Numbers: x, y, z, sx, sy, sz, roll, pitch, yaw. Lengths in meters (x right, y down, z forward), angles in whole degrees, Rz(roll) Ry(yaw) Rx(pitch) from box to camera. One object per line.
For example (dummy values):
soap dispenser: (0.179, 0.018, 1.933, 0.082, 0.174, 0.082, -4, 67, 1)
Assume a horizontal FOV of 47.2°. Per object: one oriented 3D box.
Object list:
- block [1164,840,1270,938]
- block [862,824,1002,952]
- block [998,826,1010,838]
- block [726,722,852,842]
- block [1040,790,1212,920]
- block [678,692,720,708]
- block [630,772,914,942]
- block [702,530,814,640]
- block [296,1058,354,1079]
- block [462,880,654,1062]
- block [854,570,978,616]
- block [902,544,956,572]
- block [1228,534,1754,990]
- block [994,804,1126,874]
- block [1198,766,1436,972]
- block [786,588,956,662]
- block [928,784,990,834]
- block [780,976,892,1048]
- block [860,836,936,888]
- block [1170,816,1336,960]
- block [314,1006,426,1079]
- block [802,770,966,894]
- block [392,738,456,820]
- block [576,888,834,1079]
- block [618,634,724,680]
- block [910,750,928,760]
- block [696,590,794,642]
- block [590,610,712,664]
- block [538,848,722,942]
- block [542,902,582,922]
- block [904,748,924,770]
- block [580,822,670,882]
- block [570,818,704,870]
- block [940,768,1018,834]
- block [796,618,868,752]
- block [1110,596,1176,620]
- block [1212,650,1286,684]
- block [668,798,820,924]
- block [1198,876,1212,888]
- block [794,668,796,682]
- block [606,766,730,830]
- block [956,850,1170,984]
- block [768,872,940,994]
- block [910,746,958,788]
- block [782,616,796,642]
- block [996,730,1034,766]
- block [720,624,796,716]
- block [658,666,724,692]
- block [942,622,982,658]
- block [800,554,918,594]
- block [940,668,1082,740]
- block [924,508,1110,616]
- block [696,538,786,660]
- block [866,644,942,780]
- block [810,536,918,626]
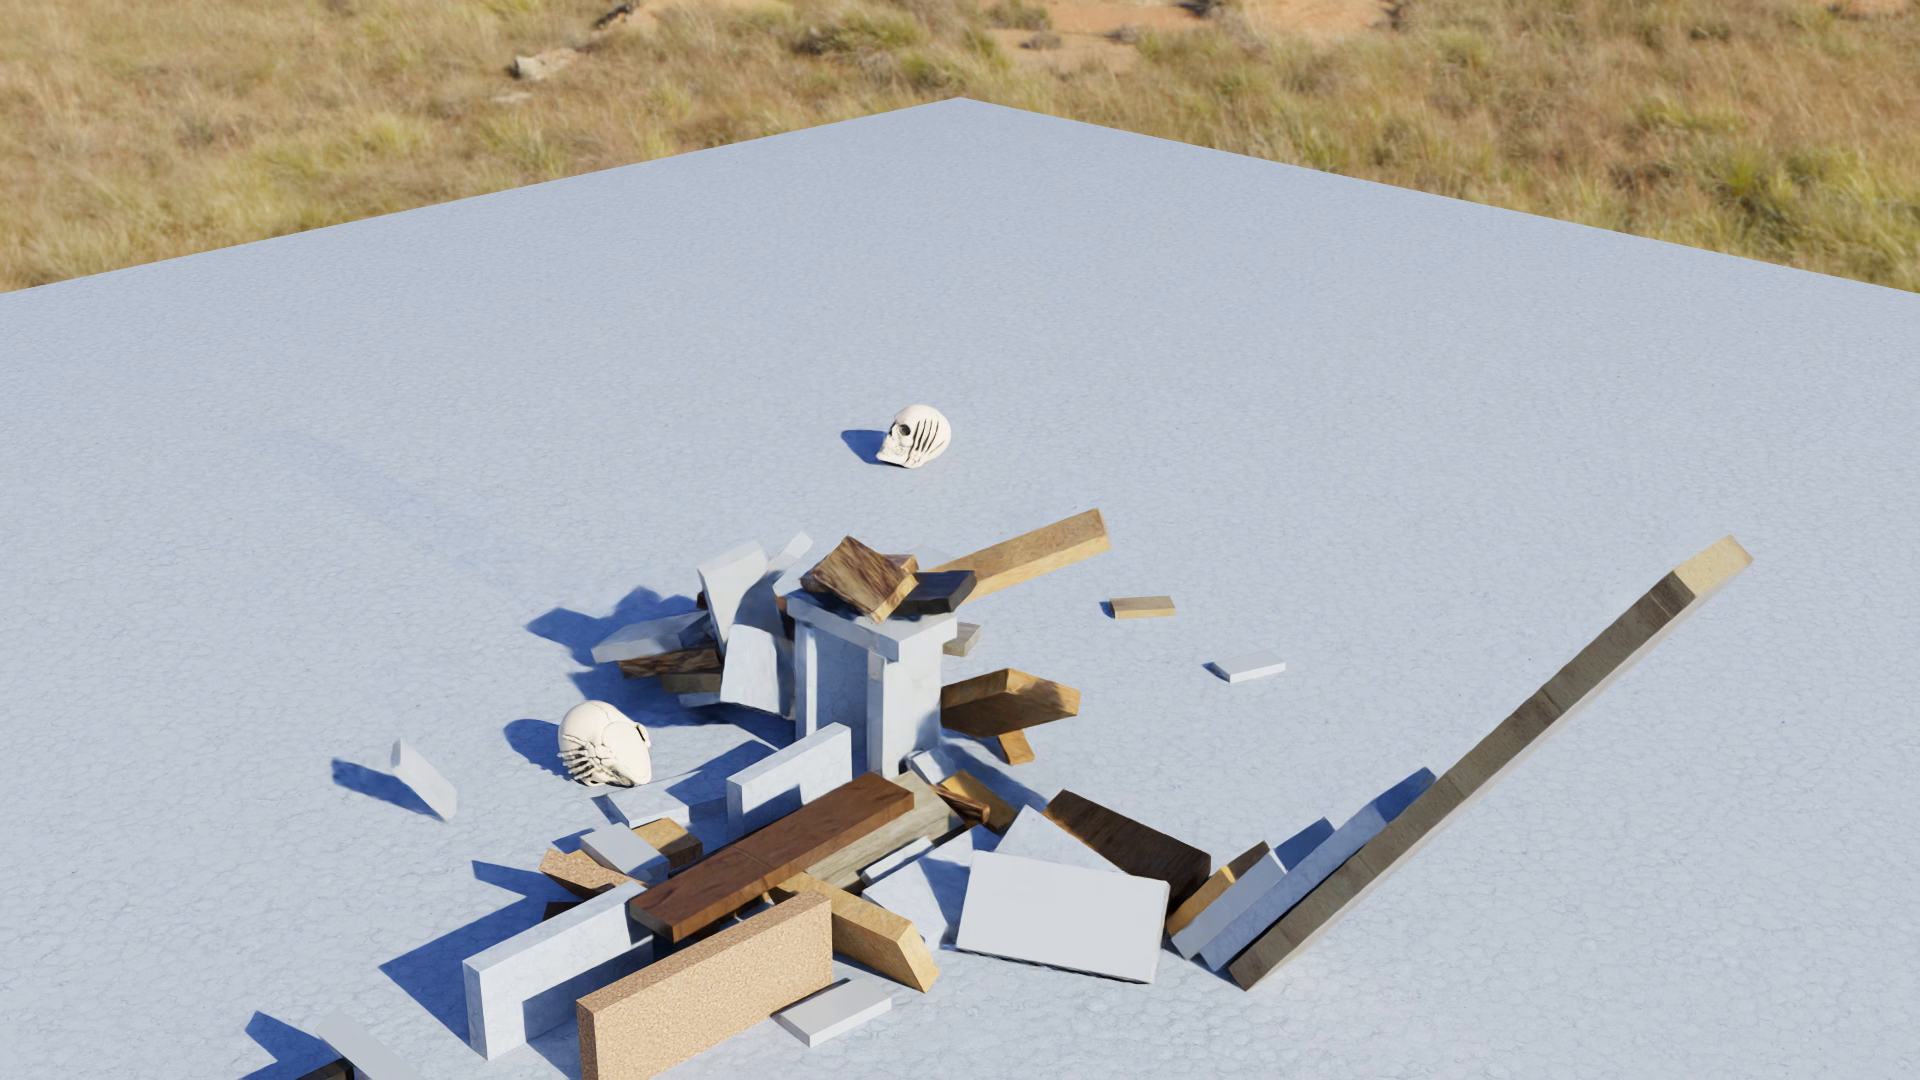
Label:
block: (0.463, 0.628, 3.950, 0.117, 0.234, 0.033, -25, 70, -37)
block: (-0.015, 0.653, 4.121, 0.163, 0.046, 0.327, 31, 36, 31)
block: (0.122, 0.578, 4.323, 0.055, 0.016, 0.110, -18, 8, -21)
block: (-0.338, 0.494, 4.399, 0.044, 0.155, 0.310, 18, 29, 36)
block: (0.287, 0.596, 4.141, 0.332, 0.047, 0.166, 21, 45, 30)
block: (-0.523, 0.309, 4.940, 0.114, 0.032, 0.229, -12, 15, 31)
block: (-0.329, 0.564, 3.964, 0.117, 0.033, 0.581, 21, 33, 39)
block: (-0.448, 0.100, 4.871, 0.039, 0.276, 0.138, 46, 19, -5)
block: (-1.061, 0.919, 3.440, 0.243, 0.121, 0.034, -21, 31, -40)
block: (-0.687, 0.739, 3.793, 0.050, 0.177, 0.354, 21, 31, 40)
block: (-0.091, 0.107, 4.412, 0.228, 0.032, 0.114, -3, 27, 32)
block: (-0.288, 0.145, 5.370, 0.133, 0.038, 0.697, 20, 30, 39)
block: (0.809, 0.394, 3.531, 0.178, 1.216, 0.050, -22, 68, -42)
block: (0.183, 0.603, 4.089, 0.234, 0.117, 0.033, 32, -5, 32)
block: (0.618, 0.576, 3.810, 0.166, 0.546, 0.047, -22, 69, -42)
block: (-0.182, 0.154, 4.493, 0.329, 0.047, 0.164, 20, 30, 39)
block: (-0.008, 0.544, 4.383, 0.149, 0.075, 0.021, 16, 28, 34)
block: (-0.214, 0.816, 3.807, 0.175, 0.024, 0.085, -18, 29, -36)
block: (-0.102, 0.633, 4.181, 0.169, 0.024, 0.085, -23, 67, -43)
block: (0.525, 0.623, 3.917, 0.166, 0.332, 0.047, -22, 69, -42)
block: (-0.864, 0.877, 3.462, 0.354, 0.177, 0.050, 22, 58, 41)
block: (-0.178, 0.577, 4.264, 0.370, 0.046, 0.163, -22, 53, -42)
block: (-1.073, 0.479, 4.400, 0.024, 0.169, 0.085, -33, 33, 8)
block: (-0.423, 0.766, 3.728, 0.495, 0.177, 0.050, -20, 30, -39)
block: (-0.606, 0.246, 4.947, 0.314, 0.044, 0.157, -10, 16, 39)
block: (-0.059, 0.478, 4.491, 0.047, 0.013, 0.094, -21, 64, -41)
block: (-0.469, 0.170, 5.118, 0.266, 0.038, 0.133, 26, 34, 29)
block: (-0.694, 0.220, 5.002, 0.276, 0.039, 0.138, -11, 15, 36)
block: (-0.602, 0.652, 4.017, 0.310, 0.155, 0.044, 15, 69, 24)
block: (-0.724, 0.723, 4.024, 0.091, 0.026, 0.182, 0, 23, 0)
block: (-0.081, 0.478, 4.519, 0.047, 0.094, 0.013, -22, 4, -41)
block: (-0.643, 0.603, 4.217, 0.091, 0.026, 0.182, -17, 28, -35)
block: (-0.638, 0.616, 4.263, 0.249, 0.035, 0.125, -17, 29, -35)
block: (0.037, 0.527, 4.422, 0.149, 0.021, 0.075, 37, 37, 20)
block: (-0.263, 0.301, 4.628, 0.164, 0.328, 0.047, -15, 30, -31)
block: (0.444, 0.164, 5.348, 0.148, 0.021, 0.074, -3, 23, -7)
block: (0.664, 0.290, 5.050, 0.149, 0.021, 0.074, -11, 25, -24)
block: (-0.320, 0.599, 4.293, 0.155, 0.044, 0.514, 20, 30, 39)
block: (0.424, 0.646, 4.160, 0.187, 0.027, 0.094, 19, 12, 32)
block: (-0.327, 0.288, 5.056, 0.148, 0.021, 0.074, -12, 26, -27)
block: (-0.577, 0.529, 4.469, 0.249, 0.035, 0.125, -12, 26, -27)
block: (0.185, 0.676, 3.951, 0.356, 0.178, 0.050, 7, -16, 16)
block: (-0.199, 0.688, 3.926, 0.327, 0.163, 0.046, 18, 56, 35)
block: (-0.030, 0.494, 4.468, 0.075, 0.021, 0.149, -22, 65, -41)
block: (-0.283, 0.183, 5.099, 0.038, 0.133, 0.266, -35, -2, 43)
block: (0.113, 0.431, 4.680, 0.055, 0.016, 0.110, -9, 43, -17)
block: (-0.417, 0.274, 4.589, 0.044, 0.157, 0.314, 5, -8, 15)
block: (-0.511, 0.283, 4.859, 0.157, 0.044, 0.314, -30, 17, -39)
block: (-0.077, 0.222, 5.196, 0.229, 0.032, 0.114, 8, 24, 19)
block: (-0.207, 0.068, 4.502, 0.228, 0.032, 0.114, 2, 30, 40)
block: (0.072, 0.341, 4.546, 0.178, 0.050, 0.356, 20, -22, -28)
block: (0.110, 0.043, 4.464, 0.388, 0.035, 0.125, -20, 27, 6)
block: (-0.466, 0.136, 4.714, 0.138, 0.276, 0.039, -26, 46, -16)
block: (-0.115, 0.354, 4.504, 0.047, 0.329, 0.164, 23, 32, 39)
block: (-0.193, 0.078, 4.393, 0.114, 0.032, 0.228, -47, 41, -11)
